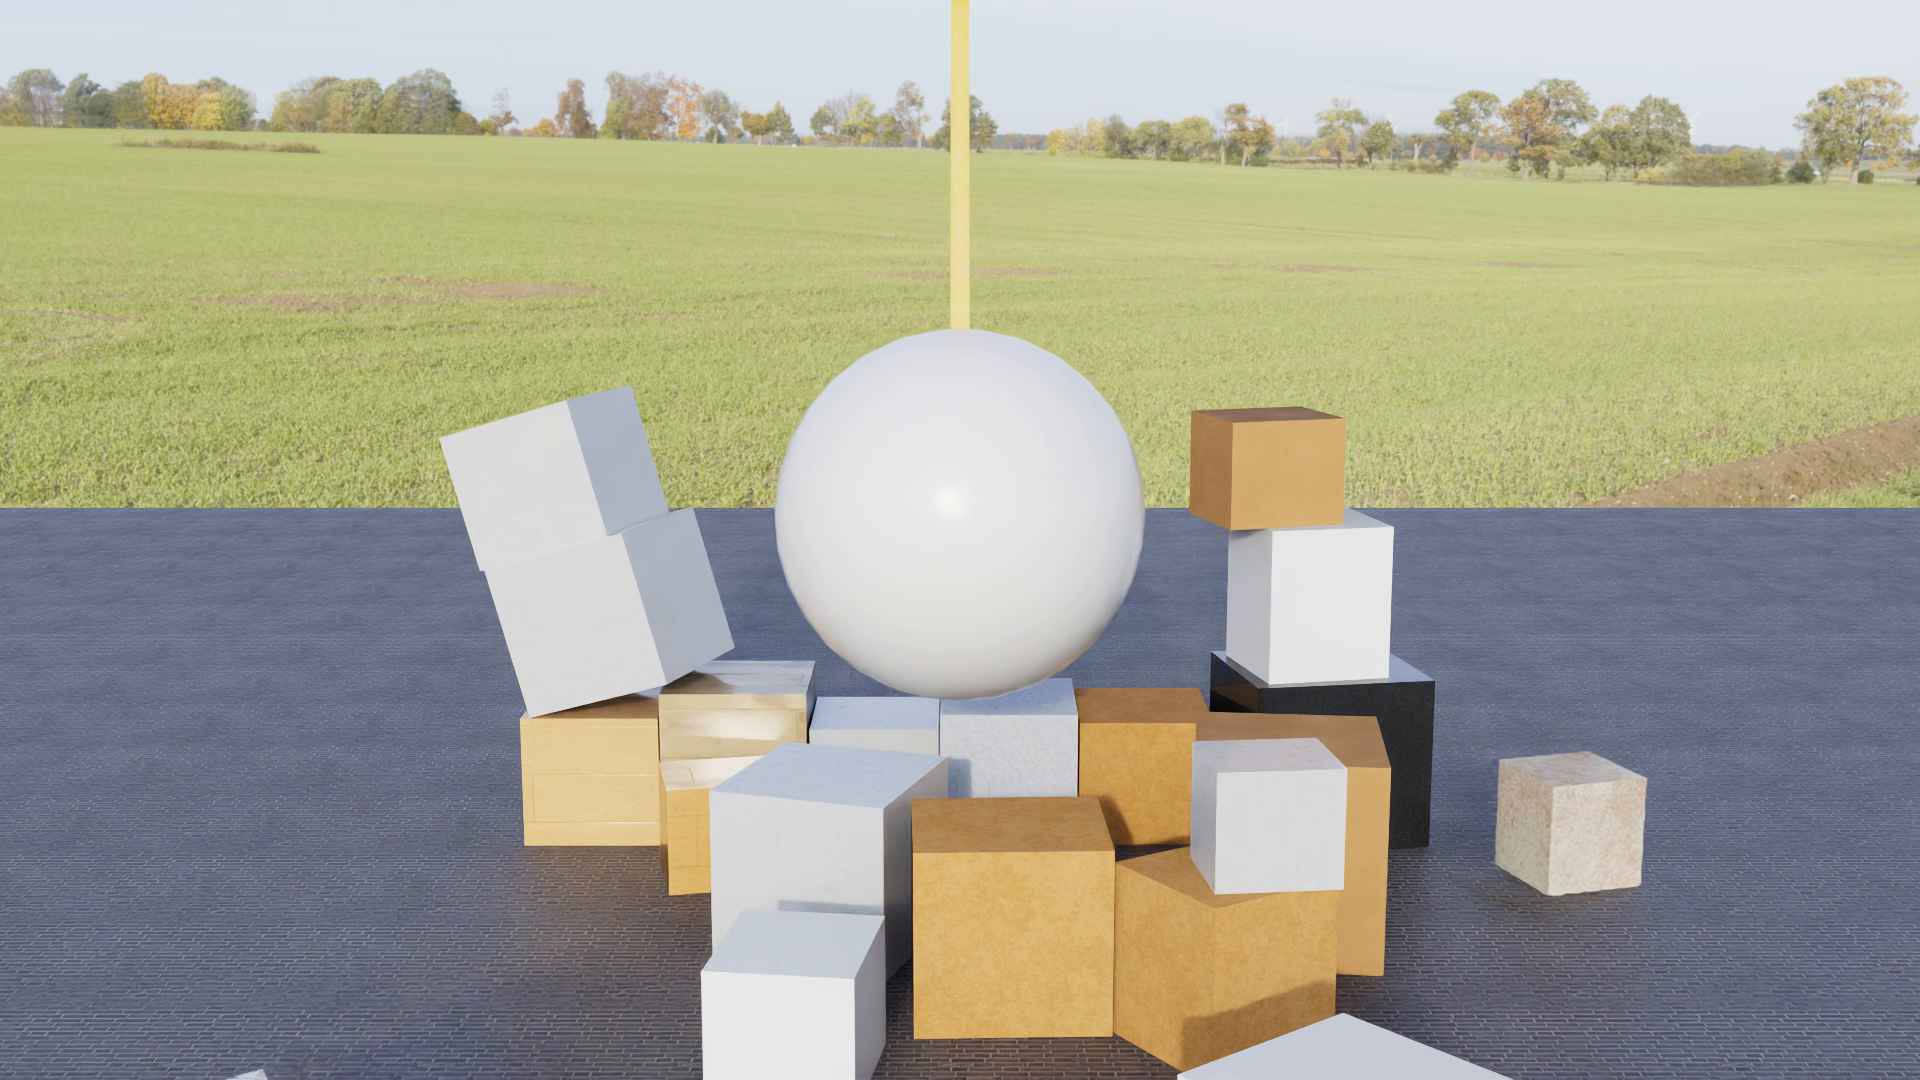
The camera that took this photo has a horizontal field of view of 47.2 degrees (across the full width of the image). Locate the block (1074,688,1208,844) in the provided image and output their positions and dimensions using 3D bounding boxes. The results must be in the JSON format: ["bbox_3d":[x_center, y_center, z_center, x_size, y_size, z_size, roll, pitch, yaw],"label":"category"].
[{"bbox_3d":[0.934,1.163,11.402,0.673,0.632,0.718,0,10,0],"label":"block"}]

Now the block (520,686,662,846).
[{"bbox_3d":[-1.853,1.149,11.407,0.687,0.658,0.758,0,10,0],"label":"block"}]

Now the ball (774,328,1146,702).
[{"bbox_3d":[0.000,-0.108,9.472,1.600,1.600,1.600,0,10,0],"label":"ball"}]

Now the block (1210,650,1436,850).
[{"bbox_3d":[1.838,1.065,11.303,0.915,0.861,0.809,-2,10,-10],"label":"block"}]

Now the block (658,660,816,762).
[{"bbox_3d":[-1.132,1.091,11.368,0.733,0.786,0.719,0,10,0],"label":"block"}]

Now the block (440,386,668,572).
[{"bbox_3d":[-2.049,-0.323,11.183,0.723,0.691,0.774,-15,5,17],"label":"block"}]

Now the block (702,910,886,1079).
[{"bbox_3d":[-0.617,1.775,8.329,0.565,0.527,0.663,1,10,8],"label":"block"}]

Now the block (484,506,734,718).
[{"bbox_3d":[-1.771,0.357,11.215,0.792,0.771,0.829,-14,5,20],"label":"block"}]

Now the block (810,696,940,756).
[{"bbox_3d":[-0.432,1.183,11.409,0.648,0.590,0.664,0,10,0],"label":"block"}]

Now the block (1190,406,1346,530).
[{"bbox_3d":[1.536,-0.368,11.023,0.604,0.528,0.523,-3,11,-16],"label":"block"}]

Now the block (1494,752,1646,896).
[{"bbox_3d":[2.938,1.359,10.602,0.502,0.532,0.485,-3,11,-16],"label":"block"}]

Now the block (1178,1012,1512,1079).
[{"bbox_3d":[1.190,1.980,6.760,0.764,0.685,0.719,-8,13,-39],"label":"block"}]

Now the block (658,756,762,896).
[{"bbox_3d":[-1.163,1.369,10.606,0.531,0.512,0.492,-2,11,-12],"label":"block"}]

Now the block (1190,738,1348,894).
[{"bbox_3d":[1.182,1.057,8.473,0.497,0.474,0.442,-1,10,-6],"label":"block"}]

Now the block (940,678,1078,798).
[{"bbox_3d":[0.247,1.141,11.368,0.686,0.689,0.764,0,10,0],"label":"block"}]

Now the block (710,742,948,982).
[{"bbox_3d":[-0.563,1.401,9.709,0.792,0.769,0.825,3,11,18],"label":"block"}]

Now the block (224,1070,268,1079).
[{"bbox_3d":[-2.300,1.984,6.654,0.486,0.499,0.443,-18,15,22],"label":"block"}]

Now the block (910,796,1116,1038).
[{"bbox_3d":[0.199,1.531,9.004,0.789,0.767,0.723,0,10,-2],"label":"block"}]

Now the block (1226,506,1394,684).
[{"bbox_3d":[1.762,0.267,11.144,0.629,0.764,0.641,-2,11,-12],"label":"block"}]

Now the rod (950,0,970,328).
[{"bbox_3d":[0.000,-3.490,9.814,0.080,5.200,0.080,0,-6,0],"label":"rod"}]

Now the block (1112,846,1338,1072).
[{"bbox_3d":[1.032,1.633,8.606,0.606,0.708,0.628,-6,12,-32],"label":"block"}]

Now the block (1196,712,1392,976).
[{"bbox_3d":[1.445,1.322,9.732,0.815,0.917,0.841,1,10,6],"label":"block"}]
